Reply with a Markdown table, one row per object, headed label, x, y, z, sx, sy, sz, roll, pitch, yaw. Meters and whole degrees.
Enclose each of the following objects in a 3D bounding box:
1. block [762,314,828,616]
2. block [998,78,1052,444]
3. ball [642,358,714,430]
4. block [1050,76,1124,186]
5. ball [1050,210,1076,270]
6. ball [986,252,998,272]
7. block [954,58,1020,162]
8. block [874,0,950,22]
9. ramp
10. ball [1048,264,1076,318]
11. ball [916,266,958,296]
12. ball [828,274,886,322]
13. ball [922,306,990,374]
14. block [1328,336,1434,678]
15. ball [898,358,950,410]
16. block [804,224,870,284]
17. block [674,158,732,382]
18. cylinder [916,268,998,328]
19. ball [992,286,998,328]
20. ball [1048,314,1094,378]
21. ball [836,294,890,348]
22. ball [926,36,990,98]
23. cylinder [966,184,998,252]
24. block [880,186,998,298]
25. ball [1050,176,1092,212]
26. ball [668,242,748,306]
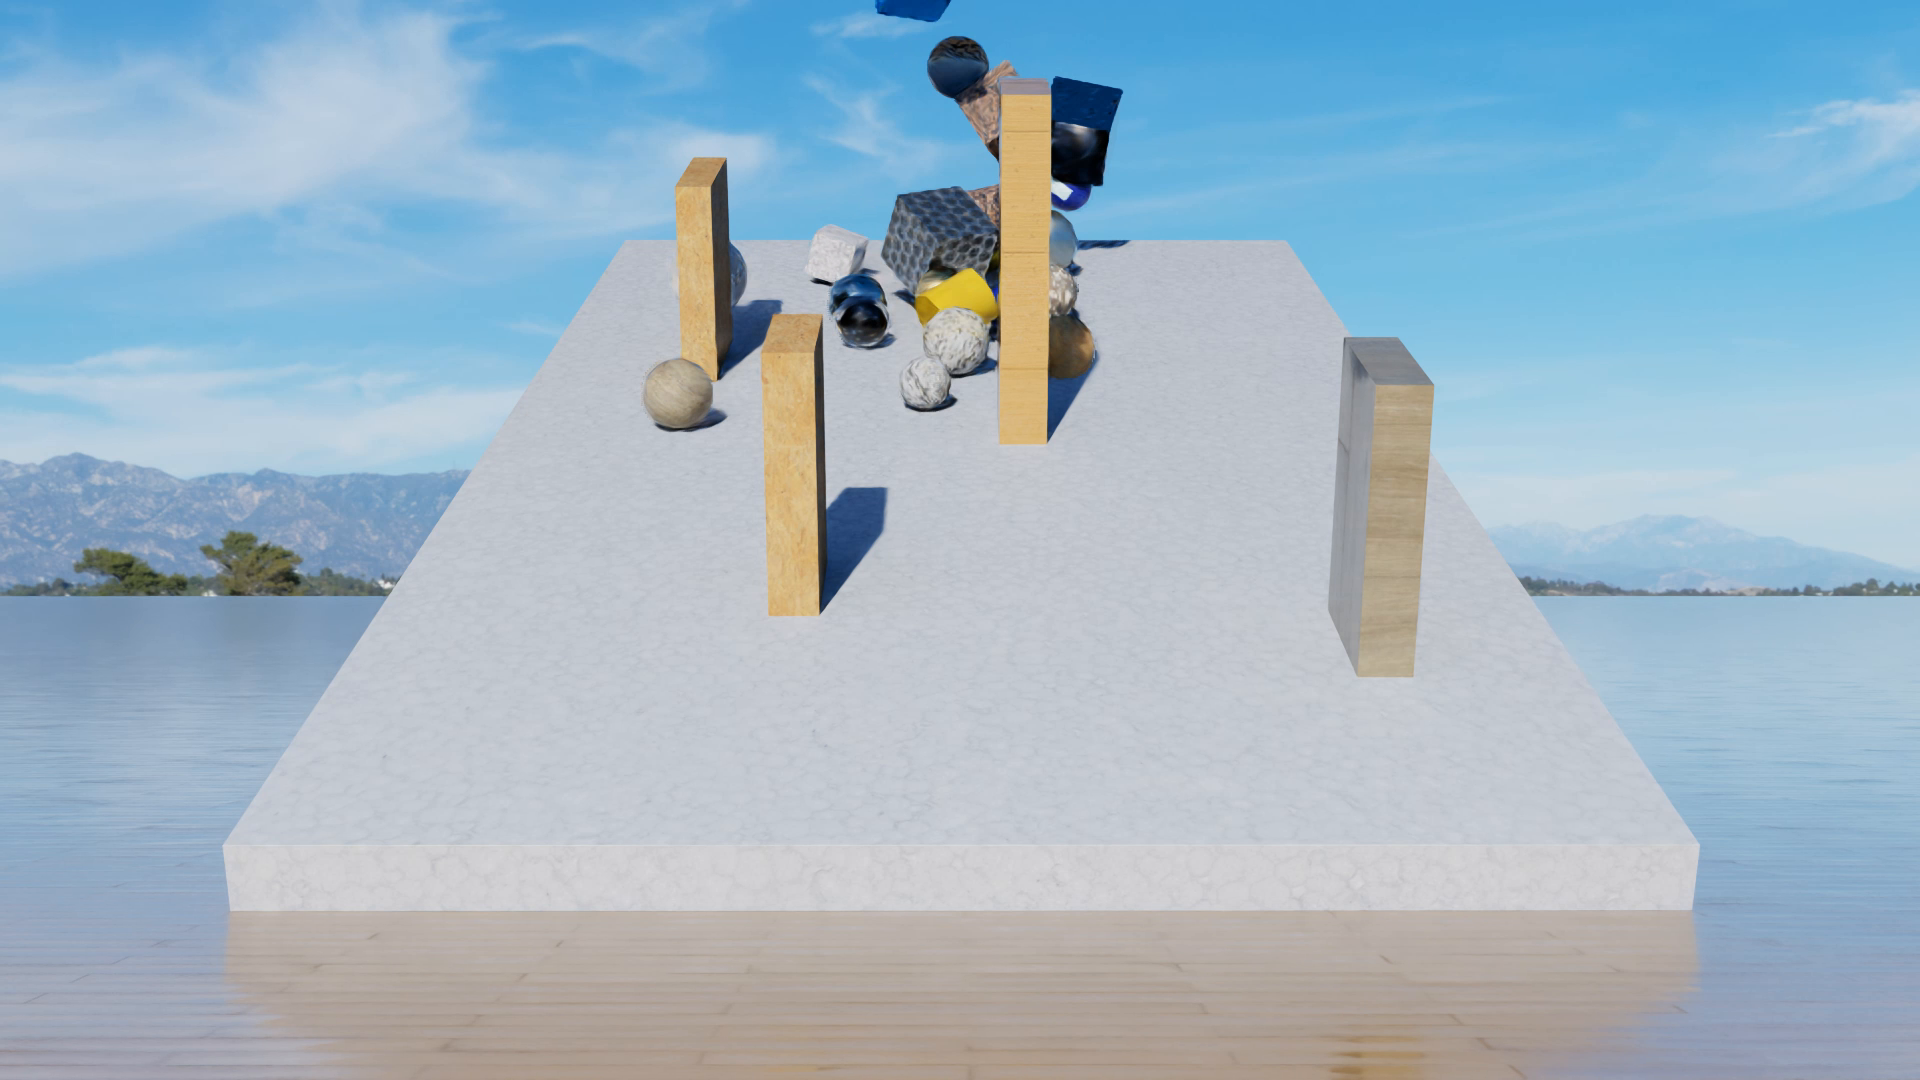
| label | x | y | z | sx | sy | sz | roll | pitch | yaw |
| --- | --- | --- | --- | --- | --- | --- | --- | --- | --- |
| block | -0.284 | -0.133 | 3.911 | 0.087 | 0.464 | 0.269 | 0 | 19 | 0 |
| block | 0.135 | -0.593 | 4.810 | 0.101 | 0.740 | 0.242 | 0 | 19 | 0 |
| ball | -0.613 | -0.317 | 4.905 | 0.154 | 0.154 | 0.154 | 0 | -1 | 0 |
| block | 0.338 | -1.164 | 6.432 | 0.199 | 0.199 | 0.199 | 13 | -41 | 6 |
| ball | 0.230 | -0.831 | 6.314 | 0.195 | 0.195 | 0.195 | 0 | -1 | 0 |
| ball | 0.070 | -0.821 | 6.383 | 0.130 | 0.130 | 0.130 | 0 | -1 | 0 |
| block | 0.138 | -1.256 | 6.676 | 0.194 | 0.194 | 0.194 | -35 | -23 | 9 |
| block | -0.124 | -1.571 | 6.236 | 0.181 | 0.181 | 0.181 | 3 | -25 | -24 |
| ramp | -0.004 | -0.200 | 4.958 | 2.000 | 0.100 | 4.000 | 0 | 19 | 0 |
| ball | 0.227 | -0.639 | 5.834 | 0.150 | 0.150 | 0.150 | 0 | -1 | 0 |
| ball | -0.043 | -0.632 | 5.822 | 0.144 | 0.144 | 0.144 | 0 | -1 | 0 |
| ball | -0.261 | -0.602 | 5.729 | 0.148 | 0.148 | 0.148 | 0 | -1 | 0 |
| ball | -0.008 | -0.471 | 5.338 | 0.160 | 0.160 | 0.160 | 0 | -1 | 0 |
| block | 0.680 | -0.058 | 3.671 | 0.090 | 0.484 | 0.300 | 0 | 19 | 0 |
| ball | -0.080 | -0.351 | 5.058 | 0.118 | 0.118 | 0.118 | 0 | -1 | 0 |
| block | -0.340 | -0.790 | 6.260 | 0.122 | 0.122 | 0.122 | 21 | 23 | 9 |
| block | -0.611 | -0.654 | 5.406 | 0.081 | 0.459 | 0.397 | 0 | 19 | 0 |
| cylinder | -0.009 | -0.574 | 5.584 | 0.146 | 0.146 | 0.146 | -32 | 11 | -20 |
| ball | 0.131 | -0.590 | 5.726 | 0.130 | 0.130 | 0.130 | 0 | -1 | 0 |
| ball | 0.242 | -0.456 | 5.313 | 0.149 | 0.149 | 0.149 | 0 | -1 | 0 |
| ball | -0.241 | -0.543 | 5.581 | 0.134 | 0.134 | 0.134 | 0 | -1 | 0 |
| ball | -0.006 | -1.409 | 6.730 | 0.186 | 0.186 | 0.186 | 0 | -1 | 0 |
| cylinder | 0.062 | -0.870 | 6.149 | 0.176 | 0.176 | 0.176 | -7 | -5 | 30 |
| block | -0.054 | -0.781 | 5.947 | 0.200 | 0.200 | 0.200 | -14 | 50 | -33 |
| ball | 0.313 | -1.022 | 6.531 | 0.142 | 0.142 | 0.142 | 0 | -1 | 0 |
| ball | -0.638 | -0.671 | 5.717 | 0.201 | 0.201 | 0.201 | 0 | -1 | 0 |
